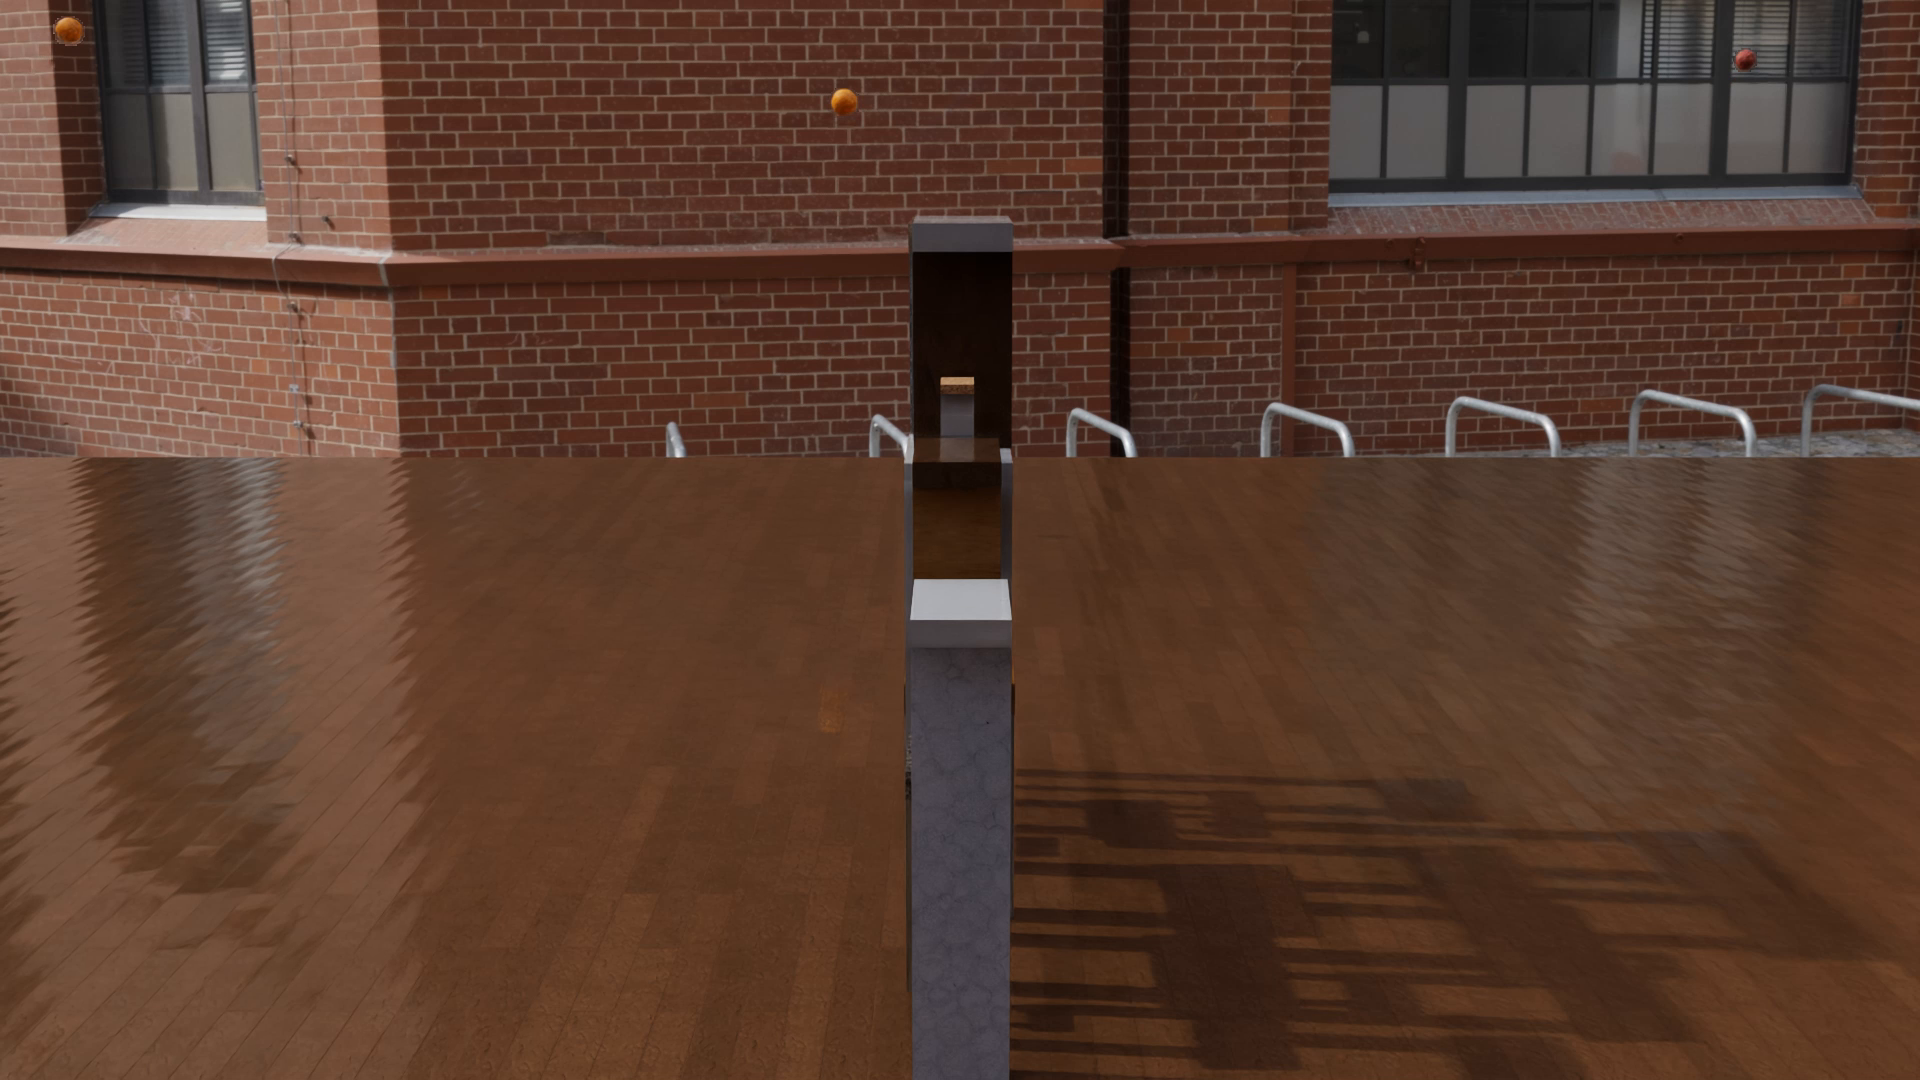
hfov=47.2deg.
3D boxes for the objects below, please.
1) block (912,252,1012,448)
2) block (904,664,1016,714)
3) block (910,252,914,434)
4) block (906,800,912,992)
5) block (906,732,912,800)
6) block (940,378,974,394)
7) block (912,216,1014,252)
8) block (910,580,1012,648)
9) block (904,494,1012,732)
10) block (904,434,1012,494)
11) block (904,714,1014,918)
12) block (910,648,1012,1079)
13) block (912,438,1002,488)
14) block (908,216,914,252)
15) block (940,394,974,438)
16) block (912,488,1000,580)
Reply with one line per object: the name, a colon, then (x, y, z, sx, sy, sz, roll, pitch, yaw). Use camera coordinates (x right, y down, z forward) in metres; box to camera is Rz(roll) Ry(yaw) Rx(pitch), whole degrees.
block: (0.004, -0.297, 3.412, 0.152, 0.304, 0.043, 0, 11, 0)
block: (-0.001, 0.218, 3.627, 0.174, 0.049, 0.348, 0, 11, 0)
block: (-0.005, -0.331, 3.721, 0.159, 0.319, 0.045, 0, 11, 0)
block: (-0.003, 0.515, 3.243, 0.151, 0.302, 0.043, 0, 11, 0)
block: (-0.003, 0.326, 3.314, 0.151, 0.043, 0.302, 0, 11, 0)
block: (-0.004, -0.233, 3.316, 0.050, 0.014, 0.100, 0, 11, 0)
block: (0.004, -0.486, 3.479, 0.152, 0.043, 0.304, 0, 11, 0)
block: (0.001, 0.096, 2.934, 0.130, 0.037, 0.259, 0, 11, 0)
block: (-0.002, 0.106, 3.354, 0.162, 0.376, 0.046, 0, 11, 0)
block: (-0.002, -0.120, 3.422, 0.162, 0.046, 0.323, 0, 11, 0)
block: (-0.001, 0.435, 3.549, 0.174, 0.348, 0.049, 0, 11, 0)
block: (0.001, 0.426, 2.907, 0.130, 0.601, 0.037, 0, 11, 0)
block: (-0.004, -0.112, 3.157, 0.123, 0.035, 0.246, 0, 11, 0)
block: (-0.005, -0.529, 3.793, 0.159, 0.045, 0.319, 0, 11, 0)
block: (-0.004, -0.171, 3.294, 0.050, 0.100, 0.014, 0, 11, 0)
block: (-0.004, 0.127, 3.118, 0.123, 0.421, 0.035, 0, 11, 0)
